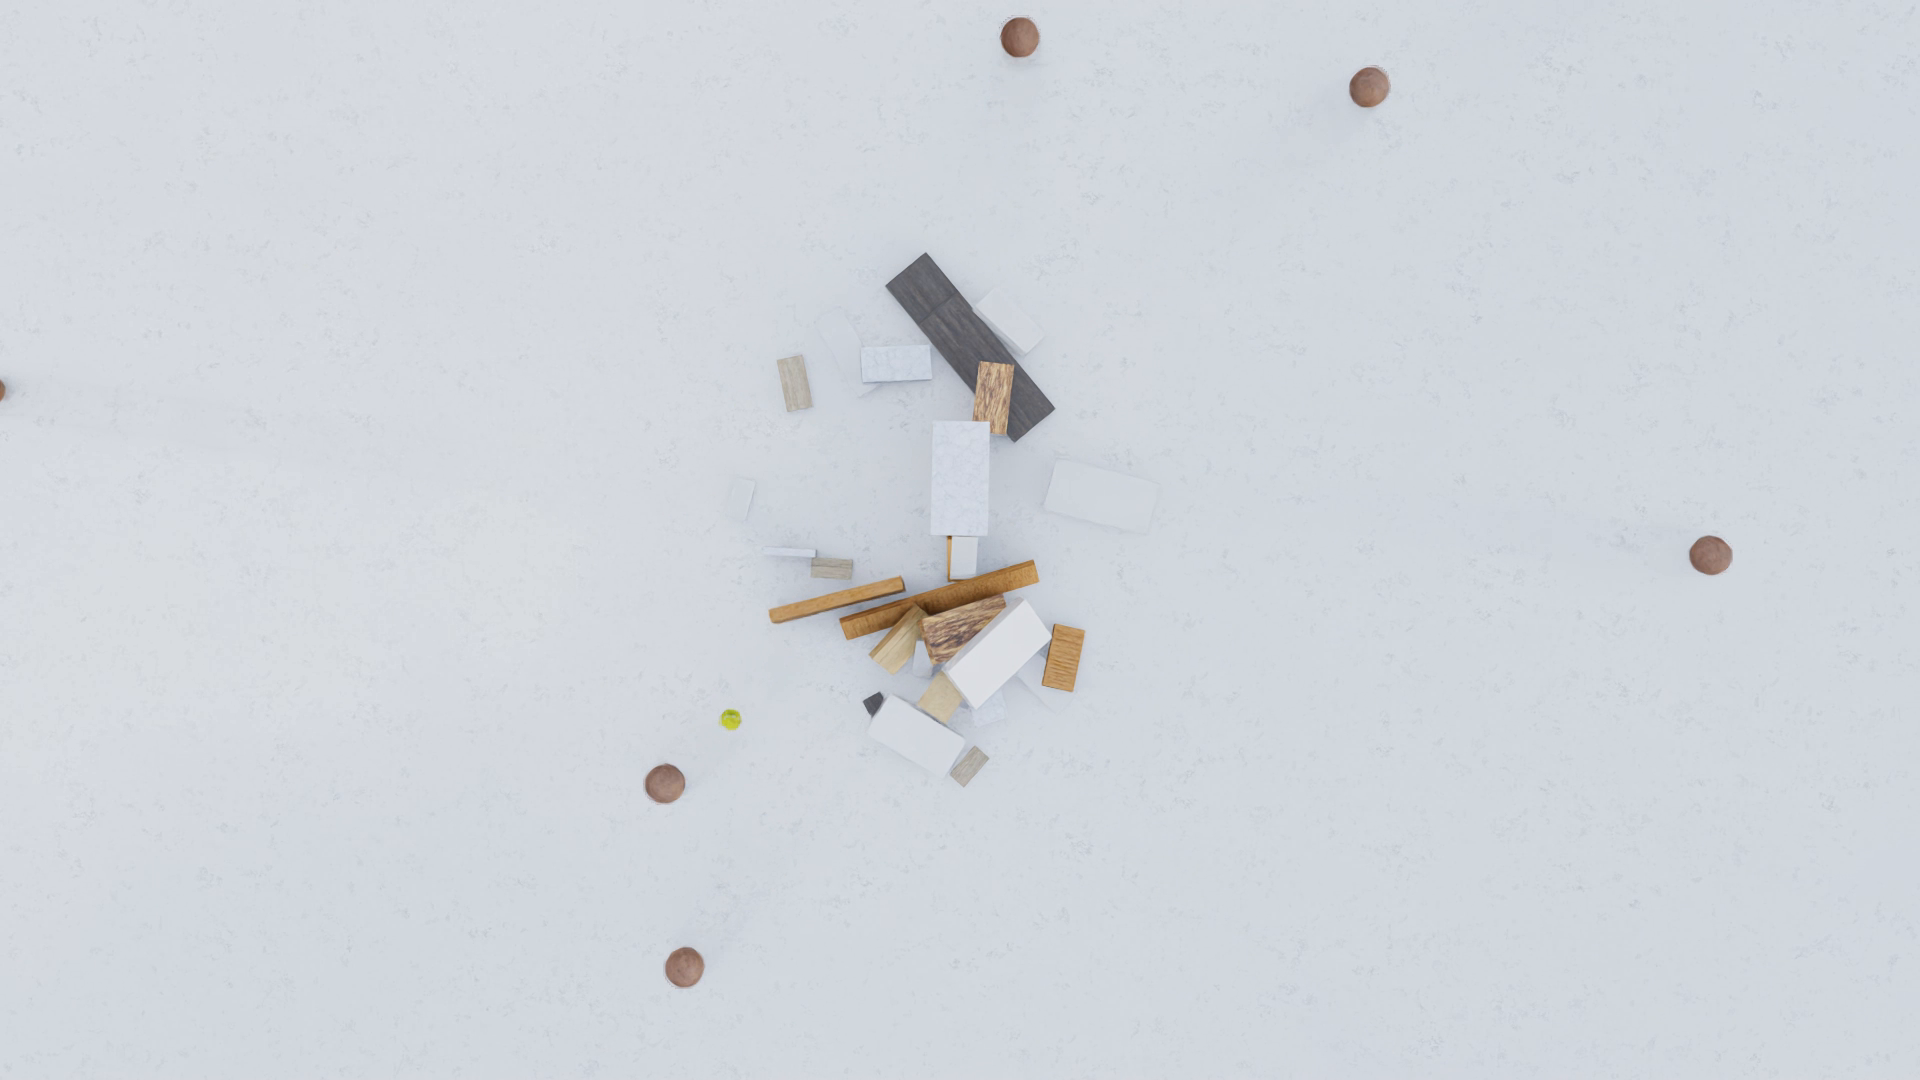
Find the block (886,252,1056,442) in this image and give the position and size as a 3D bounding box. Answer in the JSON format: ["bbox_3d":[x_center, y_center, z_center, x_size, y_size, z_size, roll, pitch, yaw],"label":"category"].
[{"bbox_3d":[0.034,-0.637,5.475,0.176,0.050,0.673,-40,90,0],"label":"block"}]

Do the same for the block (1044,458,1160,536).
[{"bbox_3d":[0.469,-0.145,5.475,0.353,0.050,0.176,14,90,0],"label":"block"}]

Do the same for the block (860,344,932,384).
[{"bbox_3d":[-0.212,-0.582,5.464,0.230,0.033,0.115,-3,86,-8],"label":"block"}]

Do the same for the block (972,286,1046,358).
[{"bbox_3d":[0.164,-0.722,5.459,0.230,0.033,0.115,43,62,0],"label":"block"}]

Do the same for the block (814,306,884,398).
[{"bbox_3d":[-0.367,-0.625,5.485,0.104,0.029,0.291,-31,90,0],"label":"block"}]

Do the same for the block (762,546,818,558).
[{"bbox_3d":[-0.564,0.039,5.456,0.175,0.088,0.025,3,90,0],"label":"block"}]

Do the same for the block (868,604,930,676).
[{"bbox_3d":[-0.184,0.330,5.451,0.230,0.033,0.115,-47,129,0],"label":"block"}]

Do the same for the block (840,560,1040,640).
[{"bbox_3d":[-0.067,0.199,5.460,0.670,0.025,0.088,-17,135,0],"label":"block"}]

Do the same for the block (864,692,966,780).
[{"bbox_3d":[-0.146,0.646,5.449,0.303,0.043,0.152,32,89,-11],"label":"block"}]

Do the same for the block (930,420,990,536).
[{"bbox_3d":[0.001,-0.191,5.121,0.176,0.050,0.353,1,90,0],"label":"block"}]

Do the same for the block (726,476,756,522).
[{"bbox_3d":[-0.729,-0.137,5.490,0.068,0.019,0.136,16,90,0],"label":"block"}]

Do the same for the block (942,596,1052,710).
[{"bbox_3d":[0.122,0.368,5.399,0.353,0.050,0.176,-42,117,-13],"label":"block"}]

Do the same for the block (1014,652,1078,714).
[{"bbox_3d":[0.282,0.467,5.485,0.208,0.029,0.104,45,90,0],"label":"block"}]

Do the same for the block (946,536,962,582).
[{"bbox_3d":[0.000,0.062,5.444,0.084,0.024,0.167,-1,123,0],"label":"block"}]

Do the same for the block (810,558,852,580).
[{"bbox_3d":[-0.427,0.095,5.490,0.136,0.019,0.068,4,90,0],"label":"block"}]

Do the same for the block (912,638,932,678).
[{"bbox_3d":[-0.119,0.391,5.468,0.065,0.018,0.130,8,112,0],"label":"block"}]

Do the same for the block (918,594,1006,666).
[{"bbox_3d":[0.024,0.292,5.415,0.303,0.043,0.152,-17,86,-24],"label":"block"}]

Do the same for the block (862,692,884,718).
[{"bbox_3d":[-0.263,0.578,5.490,0.068,0.019,0.136,-29,90,0],"label":"block"}]

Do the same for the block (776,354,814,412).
[{"bbox_3d":[-0.549,-0.521,5.488,0.088,0.025,0.176,-12,90,0],"label":"block"}]

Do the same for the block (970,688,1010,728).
[{"bbox_3d":[0.072,0.493,5.459,0.115,0.033,0.230,-17,84,-4],"label":"block"}]

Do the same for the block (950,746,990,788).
[{"bbox_3d":[0.031,0.754,5.491,0.065,0.018,0.130,42,90,0],"label":"block"}]

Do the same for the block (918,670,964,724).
[{"bbox_3d":[-0.029,0.479,5.424,0.115,0.033,0.230,35,83,2],"label":"block"}]

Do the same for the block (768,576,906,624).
[{"bbox_3d":[-0.401,0.198,5.423,0.444,0.152,0.043,-14,85,0],"label":"block"}]

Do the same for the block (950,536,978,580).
[{"bbox_3d":[0.013,0.054,5.410,0.084,0.024,0.167,2,123,-2],"label":"block"}]

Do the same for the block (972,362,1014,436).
[{"bbox_3d":[0.107,-0.466,5.434,0.115,0.033,0.230,7,90,0],"label":"block"}]

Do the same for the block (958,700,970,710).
[{"bbox_3d":[0.018,0.493,5.491,0.065,0.018,0.130,19,90,0],"label":"block"}]

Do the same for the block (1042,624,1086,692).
[{"bbox_3d":[0.343,0.391,5.464,0.104,0.029,0.208,13,81,-6],"label":"block"}]
